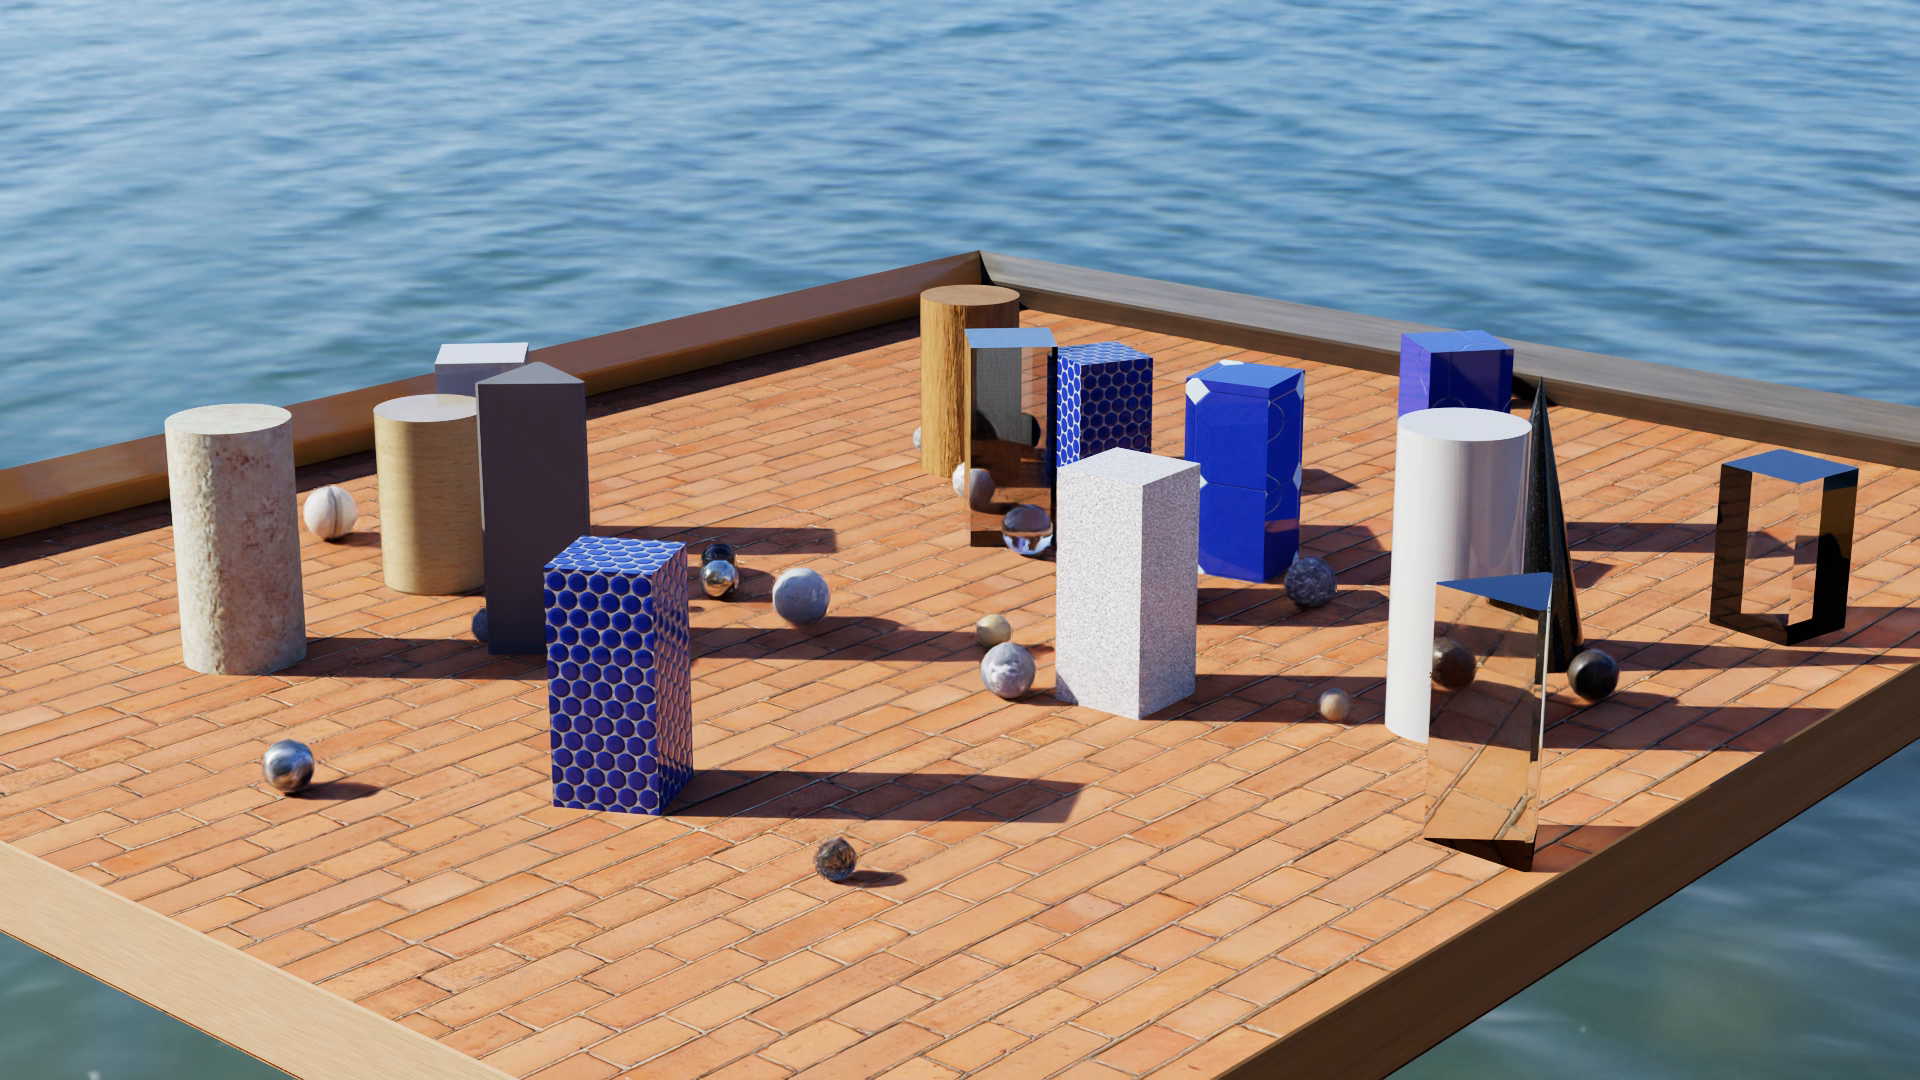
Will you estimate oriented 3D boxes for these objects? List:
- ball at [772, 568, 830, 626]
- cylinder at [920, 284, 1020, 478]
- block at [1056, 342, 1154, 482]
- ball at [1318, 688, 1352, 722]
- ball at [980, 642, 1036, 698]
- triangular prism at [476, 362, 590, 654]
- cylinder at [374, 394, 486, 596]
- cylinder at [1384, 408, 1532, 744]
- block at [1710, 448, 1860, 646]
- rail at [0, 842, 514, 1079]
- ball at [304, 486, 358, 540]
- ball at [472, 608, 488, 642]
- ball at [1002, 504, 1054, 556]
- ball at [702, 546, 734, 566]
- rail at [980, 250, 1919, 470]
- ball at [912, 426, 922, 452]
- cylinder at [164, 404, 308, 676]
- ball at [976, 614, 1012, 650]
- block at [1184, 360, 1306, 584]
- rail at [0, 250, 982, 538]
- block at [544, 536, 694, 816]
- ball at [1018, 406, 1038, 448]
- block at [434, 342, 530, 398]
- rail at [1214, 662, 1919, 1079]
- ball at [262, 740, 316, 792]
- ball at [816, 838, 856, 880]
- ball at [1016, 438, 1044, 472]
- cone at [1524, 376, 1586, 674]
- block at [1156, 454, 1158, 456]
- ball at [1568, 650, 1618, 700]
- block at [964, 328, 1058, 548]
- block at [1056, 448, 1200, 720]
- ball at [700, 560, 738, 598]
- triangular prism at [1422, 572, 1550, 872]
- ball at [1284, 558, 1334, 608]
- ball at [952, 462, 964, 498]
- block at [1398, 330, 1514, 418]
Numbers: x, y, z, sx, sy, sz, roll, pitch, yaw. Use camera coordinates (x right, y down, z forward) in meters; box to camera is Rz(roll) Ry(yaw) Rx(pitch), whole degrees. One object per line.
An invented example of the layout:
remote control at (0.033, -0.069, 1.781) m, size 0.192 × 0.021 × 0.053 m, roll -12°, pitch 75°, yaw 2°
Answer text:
ball at (-0.269, 0.096, 4.963) m, size 0.099 × 0.099 × 0.099 m, roll 0°, pitch 17°, yaw 0°
cylinder at (0.020, -0.319, 5.897) m, size 0.198 × 0.355 × 0.198 m, roll 0°, pitch 17°, yaw 0°
block at (0.273, -0.244, 5.812) m, size 0.159 × 0.260 × 0.159 m, roll -8°, pitch 18°, yaw -24°
ball at (0.578, 0.254, 4.521) m, size 0.051 × 0.051 × 0.051 m, roll 0°, pitch 17°, yaw 0°
ball at (0.076, 0.205, 4.621) m, size 0.088 × 0.088 × 0.088 m, roll 0°, pitch 17°, yaw 0°
triangular prism at (-0.693, -0.054, 4.838) m, size 0.172 × 0.458 × 0.149 m, roll -1°, pitch 17°, yaw -2°
cylinder at (-0.926, -0.081, 5.177) m, size 0.198 × 0.314 × 0.198 m, roll 0°, pitch 17°, yaw 0°
cylinder at (0.753, 0.055, 4.445) m, size 0.198 × 0.476 × 0.198 m, roll 0°, pitch 17°, yaw 0°
block at (1.385, 0.011, 4.932) m, size 0.159 × 0.280 × 0.159 m, roll -13°, pitch 21°, yaw -36°
rail at (-1.219, 0.437, 3.776) m, size 3.139 × 0.129 × 0.045 m, roll 14°, pitch 22°, yaw 39°
ball at (-1.169, -0.050, 5.448) m, size 0.099 × 0.099 × 0.099 m, roll 0°, pitch 17°, yaw 0°
ball at (-0.782, 0.142, 4.880) m, size 0.060 × 0.060 × 0.060 m, roll 0°, pitch 17°, yaw 0°
ball at (0.123, -0.019, 5.356) m, size 0.094 × 0.094 × 0.094 m, roll 0°, pitch 17°, yaw 0°
ball at (-0.430, 0.038, 5.226) m, size 0.057 × 0.057 × 0.057 m, roll 0°, pitch 17°, yaw 0°
rail at (1.219, -0.373, 6.464) m, size 3.139 × 0.129 × 0.045 m, roll 14°, pitch 22°, yaw 39°
ball at (-0.066, -0.208, 6.039) m, size 0.061 × 0.061 × 0.061 m, roll 0°, pitch 17°, yaw 0°
cylinder at (-1.175, -0.003, 4.766) m, size 0.198 × 0.402 × 0.198 m, roll 0°, pitch 17°, yaw 0°
ball at (0.056, 0.152, 4.846) m, size 0.059 × 0.059 × 0.059 m, roll 0°, pitch 17°, yaw 0°
block at (0.507, -0.124, 5.249) m, size 0.159 × 0.356 × 0.159 m, roll 9°, pitch 19°, yaw 28°
rail at (-1.167, -0.260, 6.090) m, size 0.045 × 0.129 × 3.766 m, roll 14°, pitch 22°, yaw 39°
block at (-0.486, 0.192, 4.194) m, size 0.159 × 0.358 × 0.159 m, roll 4°, pitch 17°, yaw 12°
ball at (0.117, -0.236, 6.081) m, size 0.089 × 0.089 × 0.089 m, roll 0°, pitch 17°, yaw 0°
block at (-0.875, -0.173, 5.418) m, size 0.159 × 0.353 × 0.159 m, roll -1°, pitch 17°, yaw -5°
rail at (1.167, 0.325, 4.149) m, size 0.045 × 0.129 × 3.766 m, roll 14°, pitch 22°, yaw 39°
ball at (-0.971, 0.326, 4.238) m, size 0.076 × 0.076 × 0.076 m, roll 0°, pitch 17°, yaw 0°
ball at (-0.166, 0.429, 3.934) m, size 0.056 × 0.056 × 0.056 m, roll 0°, pitch 17°, yaw 0°
ball at (0.149, -0.172, 5.904) m, size 0.069 × 0.069 × 0.069 m, roll 0°, pitch 17°, yaw 0°
cone at (0.931, -0.039, 4.763) m, size 0.198 × 0.473 × 0.198 m, roll 0°, pitch 17°, yaw 0°
block at (0.298, -0.003, 5.044) m, size 0.159 × 0.242 × 0.159 m, roll -6°, pitch 18°, yaw -20°
ball at (0.995, 0.213, 4.610) m, size 0.079 × 0.079 × 0.079 m, roll 0°, pitch 17°, yaw 0°
block at (0.093, -0.191, 5.437) m, size 0.159 × 0.376 × 0.159 m, roll -1°, pitch 17°, yaw -4°
block at (0.261, 0.066, 4.581) m, size 0.159 × 0.377 × 0.159 m, roll 13°, pitch 21°, yaw 36°
ball at (-0.420, 0.068, 5.113) m, size 0.066 × 0.066 × 0.066 m, roll 0°, pitch 17°, yaw 0°
triangular prism at (0.757, 0.238, 4.018) m, size 0.172 × 0.372 × 0.149 m, roll 16°, pitch 23°, yaw 42°
ball at (0.602, 0.075, 5.055) m, size 0.086 × 0.086 × 0.086 m, roll 0°, pitch 17°, yaw 0°
ball at (0.024, -0.115, 5.698) m, size 0.079 × 0.079 × 0.079 m, roll 0°, pitch 17°, yaw 0°
block at (0.912, -0.188, 5.435) m, size 0.159 × 0.370 × 0.159 m, roll -3°, pitch 17°, yaw -11°
